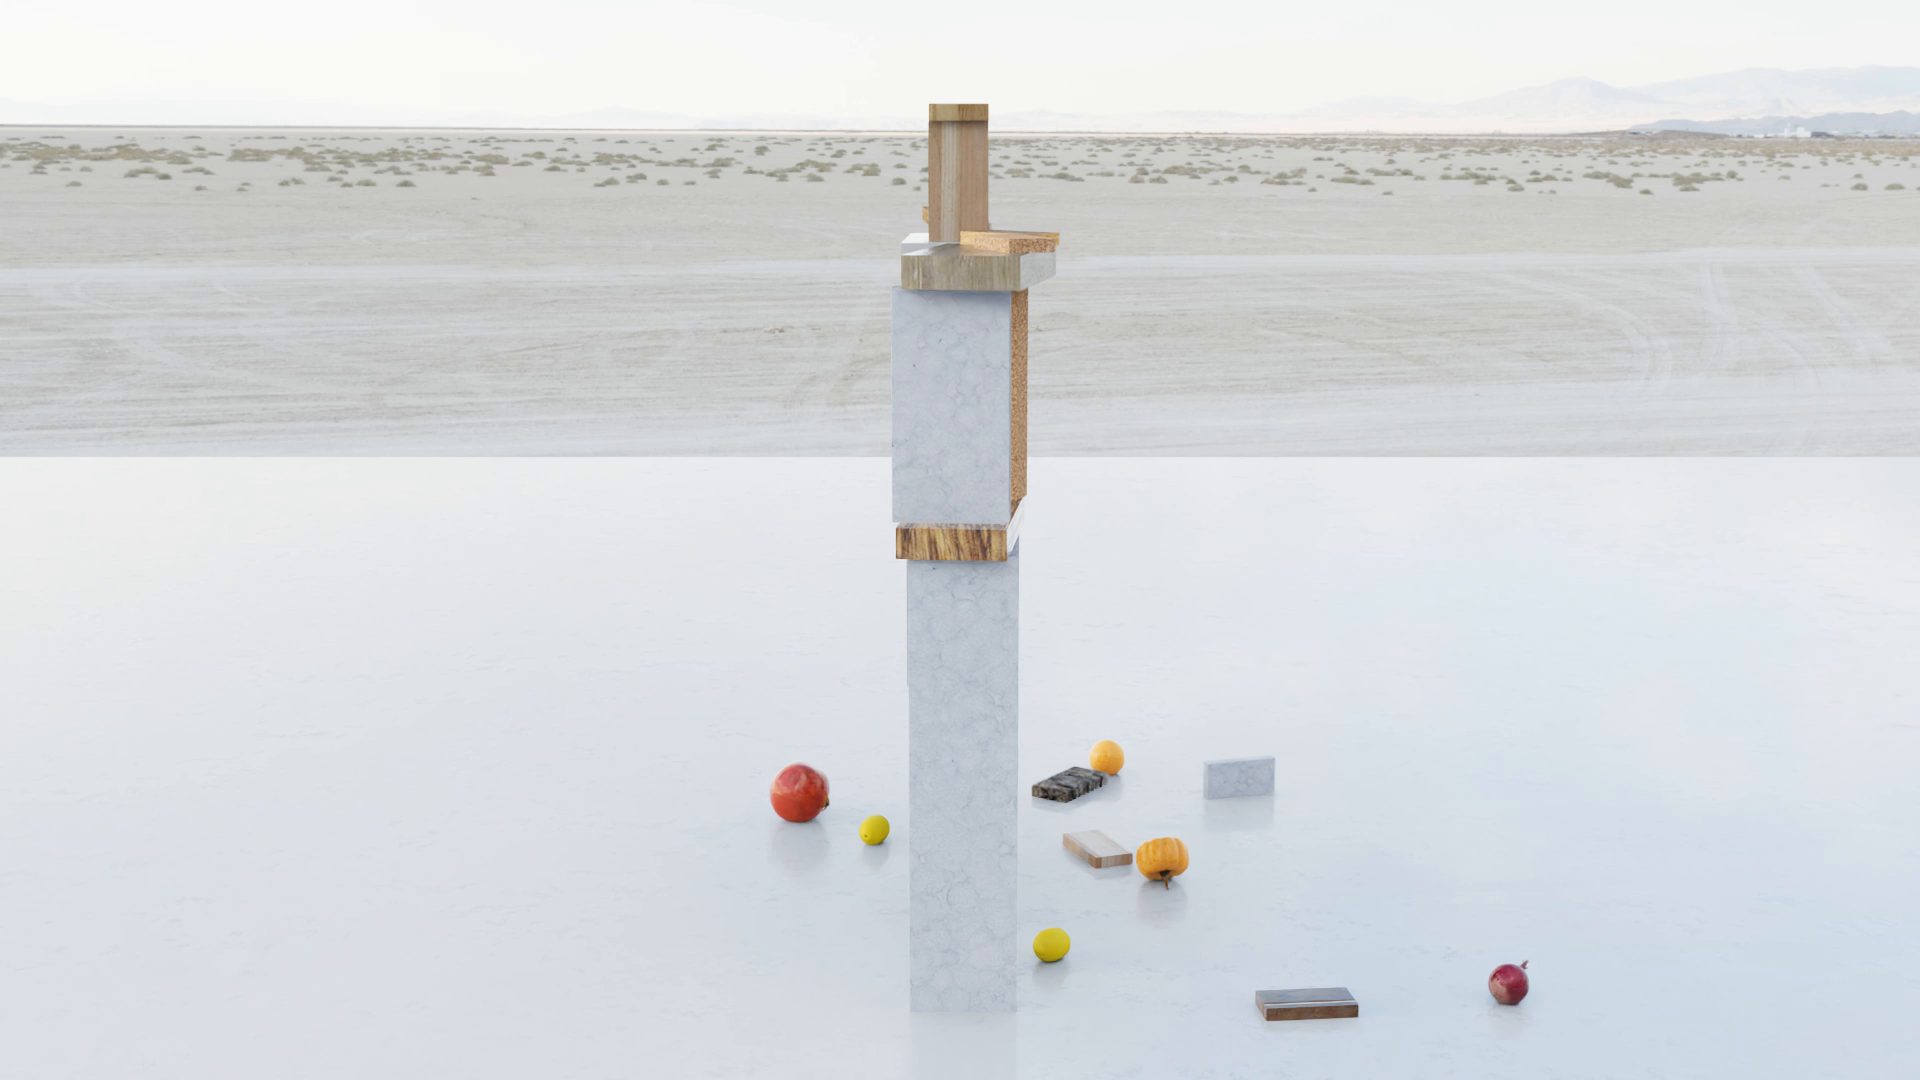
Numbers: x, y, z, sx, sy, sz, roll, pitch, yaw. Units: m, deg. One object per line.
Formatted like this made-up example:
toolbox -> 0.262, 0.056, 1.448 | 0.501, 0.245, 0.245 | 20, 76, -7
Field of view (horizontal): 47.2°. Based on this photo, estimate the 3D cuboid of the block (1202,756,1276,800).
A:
block -> 0.534, 0.454, 4.207 | 0.141, 0.071, 0.020 | -3, 11, -18

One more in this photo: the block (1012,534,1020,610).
block -> 0.011, 0.132, 3.310 | 0.154, 0.308, 0.044 | 0, 11, -1

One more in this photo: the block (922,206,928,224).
block -> -0.008, -0.526, 3.610 | 0.077, 0.022, 0.155 | -4, 18, -12

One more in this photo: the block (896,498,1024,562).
block -> 0.004, -0.021, 3.175 | 0.154, 0.044, 0.308 | 1, 11, 6

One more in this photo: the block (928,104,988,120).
block -> -0.001, -0.653, 3.358 | 0.090, 0.025, 0.179 | 0, 11, 0

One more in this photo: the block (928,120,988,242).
block -> -0.002, -0.541, 3.317 | 0.090, 0.179, 0.025 | 0, 11, 1

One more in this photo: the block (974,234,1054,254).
block -> 0.076, -0.416, 3.087 | 0.068, 0.019, 0.135 | -4, 11, -20

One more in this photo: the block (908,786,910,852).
block -> 0.003, 0.496, 3.306 | 0.158, 0.317, 0.045 | 0, 11, 0

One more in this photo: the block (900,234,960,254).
block -> -0.003, -0.451, 3.451 | 0.163, 0.046, 0.327 | 0, 10, 1

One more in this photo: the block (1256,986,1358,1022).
block -> 0.501, 0.671, 3.181 | 0.135, 0.019, 0.067 | -1, 11, -6

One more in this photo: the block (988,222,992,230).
block -> 0.022, -0.462, 3.690 | 0.077, 0.155, 0.022 | 2, 43, 13

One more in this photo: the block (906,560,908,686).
block -> -0.007, 0.080, 3.661 | 0.163, 0.327, 0.046 | 0, 11, 0

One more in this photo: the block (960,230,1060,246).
block -> 0.073, -0.442, 3.224 | 0.135, 0.019, 0.068 | 10, 15, 44

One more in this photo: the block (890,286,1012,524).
block -> -0.011, -0.188, 3.058 | 0.163, 0.327, 0.046 | 1, 11, 5

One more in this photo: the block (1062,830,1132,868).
block -> 0.242, 0.543, 3.868 | 0.071, 0.020, 0.141 | -4, 11, -21

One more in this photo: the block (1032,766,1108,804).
block -> 0.213, 0.472, 4.245 | 0.077, 0.022, 0.155 | 7, 13, 34

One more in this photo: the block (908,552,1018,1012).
block -> 0.005, 0.349, 3.132 | 0.154, 0.669, 0.044 | 0, 11, 0

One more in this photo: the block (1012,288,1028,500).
block -> 0.016, -0.229, 3.276 | 0.163, 0.327, 0.046 | 4, 11, 20

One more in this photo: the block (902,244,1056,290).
block -> 0.032, -0.389, 3.118 | 0.163, 0.046, 0.327 | 2, 11, 11
